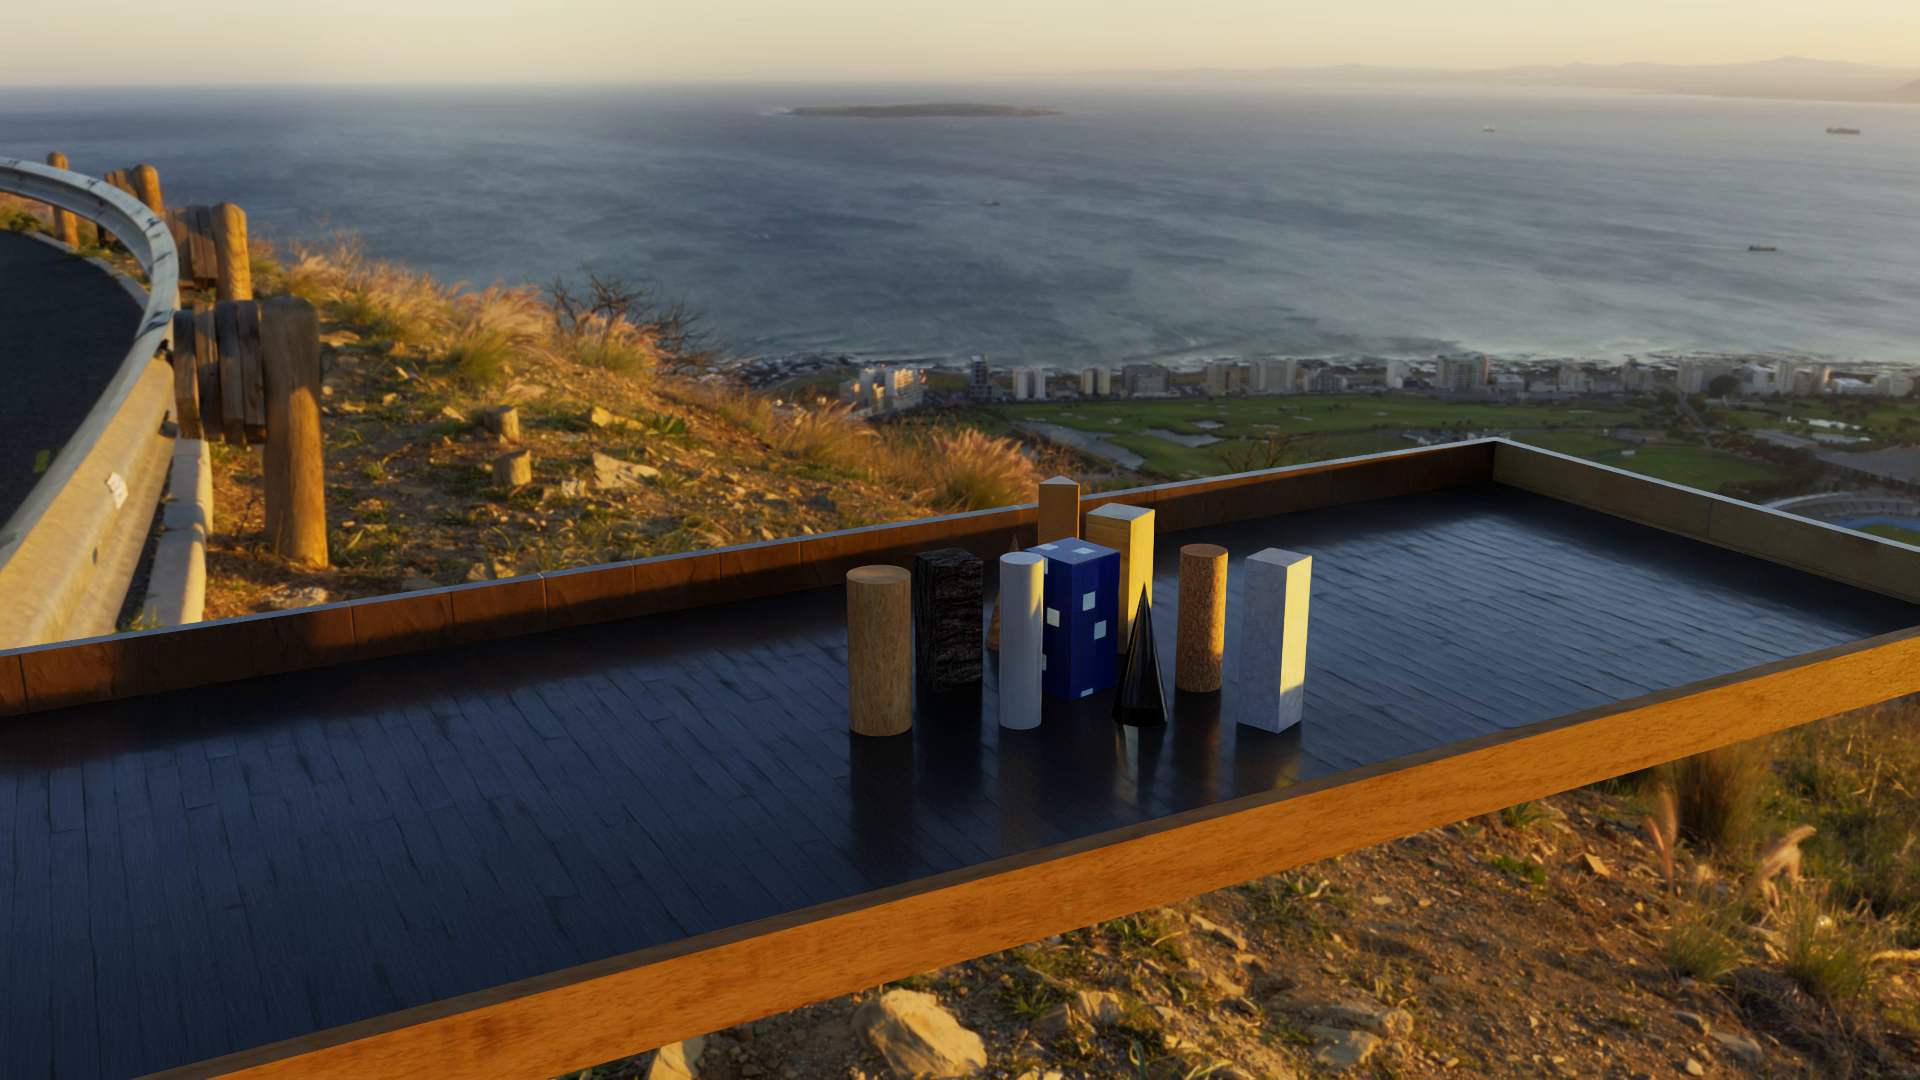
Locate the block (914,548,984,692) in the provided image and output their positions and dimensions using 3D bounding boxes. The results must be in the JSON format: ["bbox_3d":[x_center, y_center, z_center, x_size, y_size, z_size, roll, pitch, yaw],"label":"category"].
[{"bbox_3d":[-0.028,0.197,4.108,0.127,0.325,0.127,-8,18,-25],"label":"block"}]

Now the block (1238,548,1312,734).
[{"bbox_3d":[0.732,0.233,3.844,0.109,0.405,0.109,14,21,39],"label":"block"}]

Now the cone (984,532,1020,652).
[{"bbox_3d":[0.144,0.127,4.372,0.155,0.310,0.155,0,16,0],"label":"cone"}]

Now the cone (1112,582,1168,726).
[{"bbox_3d":[0.429,0.256,3.882,0.137,0.340,0.137,0,16,0],"label":"cone"}]

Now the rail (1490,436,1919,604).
[{"bbox_3d":[2.466,-0.048,5.253,0.050,0.150,2.100,-9,18,-27],"label":"rail"}]

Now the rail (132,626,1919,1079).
[{"bbox_3d":[-2.336,1.006,1.665,12.000,0.150,0.050,-9,18,-27],"label":"rail"}]

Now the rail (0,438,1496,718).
[{"bbox_3d":[-3.305,0.497,3.399,12.000,0.150,0.050,-9,18,-27],"label":"rail"}]

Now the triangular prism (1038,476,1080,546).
[{"bbox_3d":[0.277,0.016,4.625,0.110,0.382,0.095,2,16,5],"label":"triangular prism"}]

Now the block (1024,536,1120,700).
[{"bbox_3d":[0.273,0.192,4.082,0.167,0.348,0.167,-14,22,-40],"label":"block"}]

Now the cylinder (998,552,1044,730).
[{"bbox_3d":[0.142,0.235,3.840,0.100,0.403,0.100,0,16,0],"label":"cylinder"}]

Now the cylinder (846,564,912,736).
[{"bbox_3d":[-0.186,0.256,3.829,0.148,0.369,0.148,0,16,0],"label":"cylinder"}]

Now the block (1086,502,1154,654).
[{"bbox_3d":[0.419,0.101,4.363,0.132,0.366,0.132,10,19,32],"label":"block"}]

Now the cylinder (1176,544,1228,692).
[{"bbox_3d":[0.597,0.192,4.081,0.115,0.349,0.115,0,16,0],"label":"cylinder"}]
